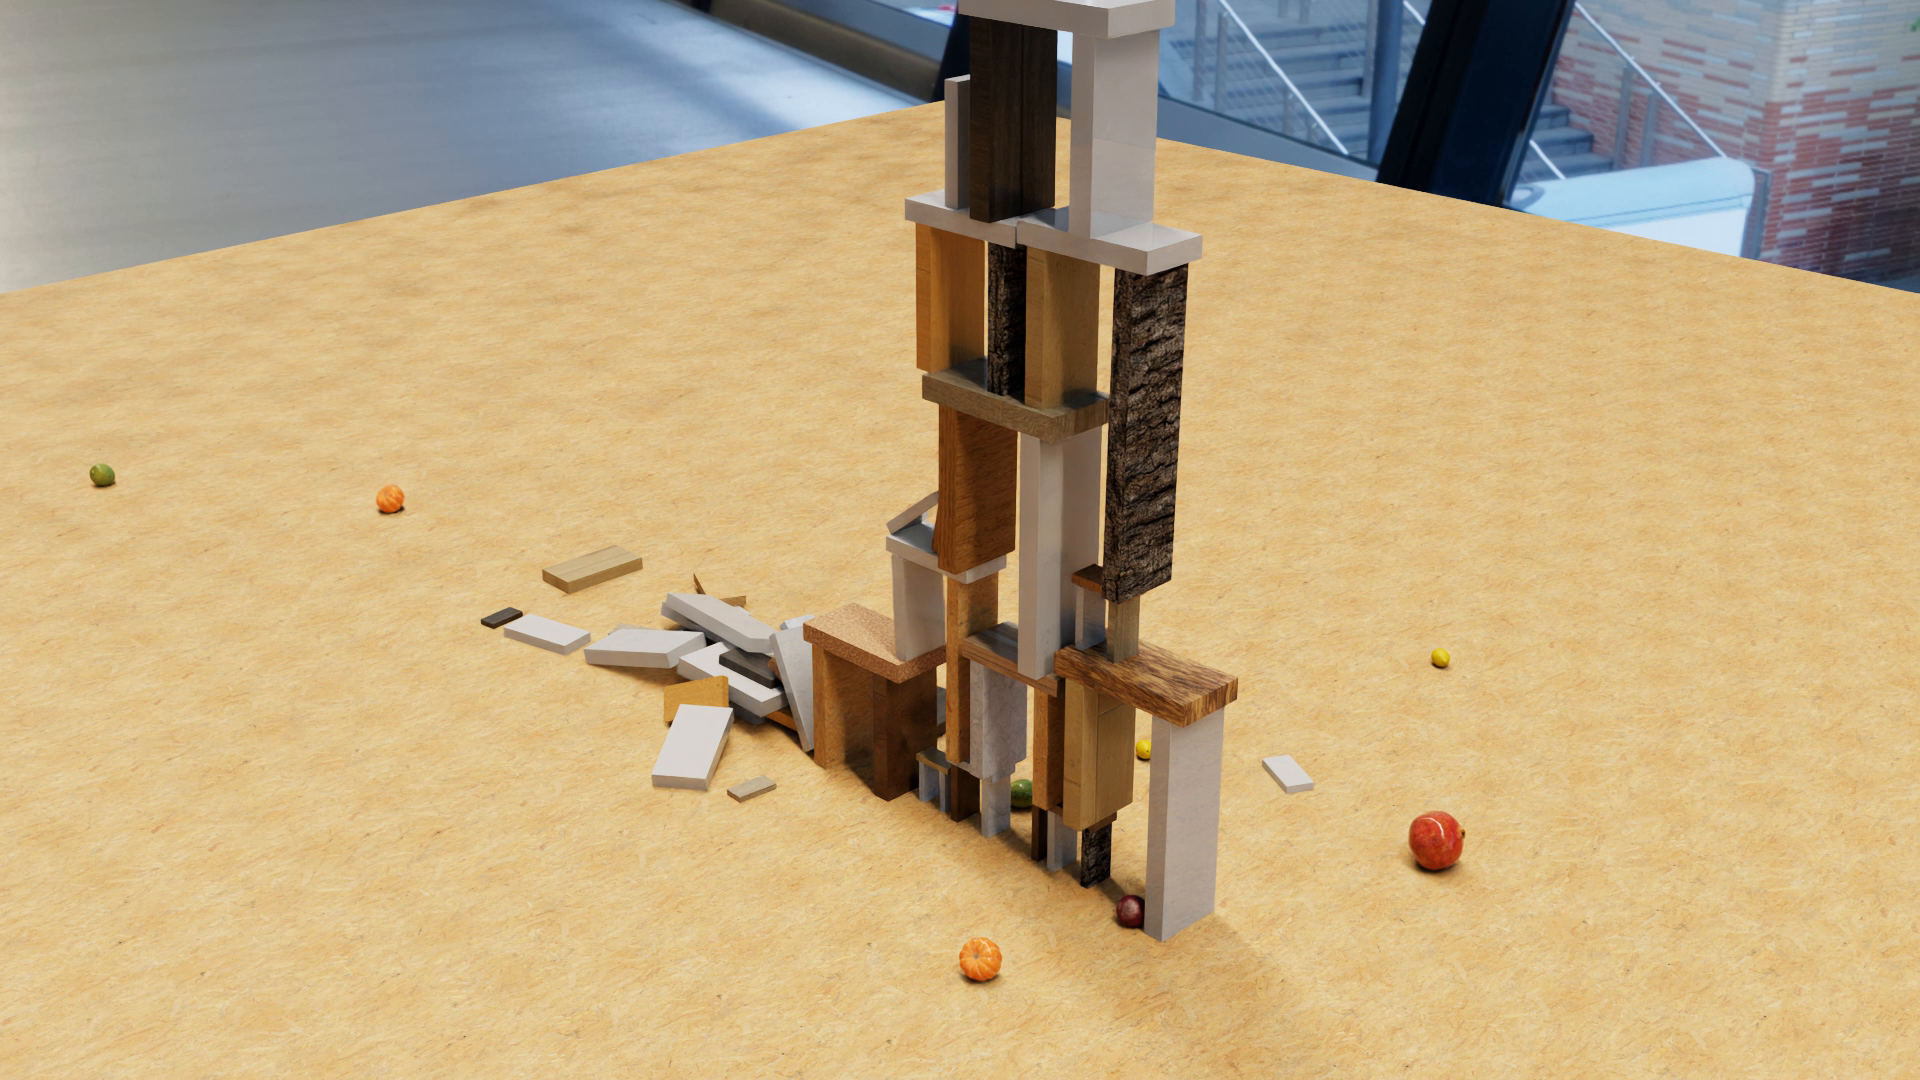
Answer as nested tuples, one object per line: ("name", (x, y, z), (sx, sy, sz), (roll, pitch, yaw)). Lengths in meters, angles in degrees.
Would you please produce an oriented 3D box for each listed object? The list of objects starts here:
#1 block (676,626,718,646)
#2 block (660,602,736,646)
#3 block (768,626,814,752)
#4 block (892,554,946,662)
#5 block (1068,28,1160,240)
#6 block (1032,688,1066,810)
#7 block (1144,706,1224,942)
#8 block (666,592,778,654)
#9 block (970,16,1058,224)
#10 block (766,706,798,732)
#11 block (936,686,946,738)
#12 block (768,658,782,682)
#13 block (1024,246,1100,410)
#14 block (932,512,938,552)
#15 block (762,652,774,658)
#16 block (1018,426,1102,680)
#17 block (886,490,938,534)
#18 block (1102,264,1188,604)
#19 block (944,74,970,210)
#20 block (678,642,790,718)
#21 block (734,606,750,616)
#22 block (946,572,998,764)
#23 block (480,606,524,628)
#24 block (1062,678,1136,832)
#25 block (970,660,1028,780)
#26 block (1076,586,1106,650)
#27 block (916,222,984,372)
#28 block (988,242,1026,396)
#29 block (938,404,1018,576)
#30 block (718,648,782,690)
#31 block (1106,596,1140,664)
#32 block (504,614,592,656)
("block", (-0.607, 0.225, 5.208), (0.123, 0.017, 0.062), (9, 25, 21))
("block", (-0.578, 0.197, 5.170), (0.116, 0.033, 0.307), (3, 10, -37))
("block", (-0.308, 0.313, 4.725), (0.131, 0.262, 0.037), (-13, -10, -28))
("block", (-0.082, 0.119, 4.368), (0.031, 0.221, 0.111), (18, 29, 41))
("block", (0.256, -0.683, 3.656), (0.047, 0.334, 0.167), (20, 30, 39))
("block", (0.194, 0.377, 4.174), (0.124, 0.247, 0.035), (-21, 31, -40))
("block", (0.408, 0.501, 3.999), (0.152, 0.453, 0.043), (-21, 31, -41))
("block", (-0.530, 0.188, 5.033), (0.113, 0.032, 0.472), (5, 9, -31))
("block", (0.093, -0.738, 3.806), (0.167, 0.349, 0.047), (-21, 31, -40))
("block", (-0.377, 0.363, 4.810), (0.193, 0.027, 0.097), (22, 32, 28))
("block", (-0.075, 0.389, 4.801), (0.116, 0.033, 0.232), (17, 27, 31))
("block", (-0.340, 0.309, 4.775), (0.158, 0.022, 0.079), (50, 40, 7))
("block", (0.180, -0.385, 3.859), (0.145, 0.290, 0.041), (-21, 31, -41))
("block", (-0.003, -0.080, 4.196), (0.084, 0.215, 0.024), (-22, 43, -41))
("block", (-0.462, 0.250, 5.149), (0.062, 0.017, 0.123), (-2, 23, -5))
("block", (0.182, 0.011, 4.023), (0.165, 0.474, 0.047), (-21, 31, -40))
("block", (-0.064, -0.062, 4.269), (0.084, 0.024, 0.168), (-22, -7, -41))
("block", (0.318, -0.189, 3.799), (0.041, 0.603, 0.145), (22, 31, 39))
("block", (0.024, -0.708, 3.894), (0.032, 0.226, 0.113), (21, 31, 40))
("block", (-0.480, 0.303, 4.827), (0.262, 0.037, 0.131), (24, 29, 35))
("block", (-0.577, 0.165, 5.348), (0.062, 0.018, 0.171), (-15, 27, -31))
("block", (0.023, 0.241, 4.307), (0.031, 0.398, 0.111), (22, 31, 40))
("block", (-1.105, 0.188, 5.302), (0.046, 0.013, 0.093), (17, 28, 34))
("block", (0.261, 0.377, 4.102), (0.043, 0.304, 0.152), (21, 31, 40))
("block", (0.076, 0.331, 4.285), (0.124, 0.250, 0.035), (-21, 31, -40))
("block", (0.239, 0.133, 4.016), (0.018, 0.125, 0.063), (21, 31, 40))
("block", (-0.017, -0.459, 4.049), (0.138, 0.276, 0.039), (-21, 31, -40))
("block", (0.112, -0.408, 3.929), (0.138, 0.276, 0.039), (-21, 31, -41))
("block", (0.034, -0.115, 4.134), (0.047, 0.329, 0.165), (22, 31, 40))
("block", (-0.444, 0.277, 4.820), (0.158, 0.022, 0.079), (22, 28, 33))
("block", (0.295, 0.155, 3.965), (0.063, 0.125, 0.018), (-19, 29, -37))
("block", (-0.976, 0.223, 5.202), (0.192, 0.026, 0.090), (14, 27, 30))
